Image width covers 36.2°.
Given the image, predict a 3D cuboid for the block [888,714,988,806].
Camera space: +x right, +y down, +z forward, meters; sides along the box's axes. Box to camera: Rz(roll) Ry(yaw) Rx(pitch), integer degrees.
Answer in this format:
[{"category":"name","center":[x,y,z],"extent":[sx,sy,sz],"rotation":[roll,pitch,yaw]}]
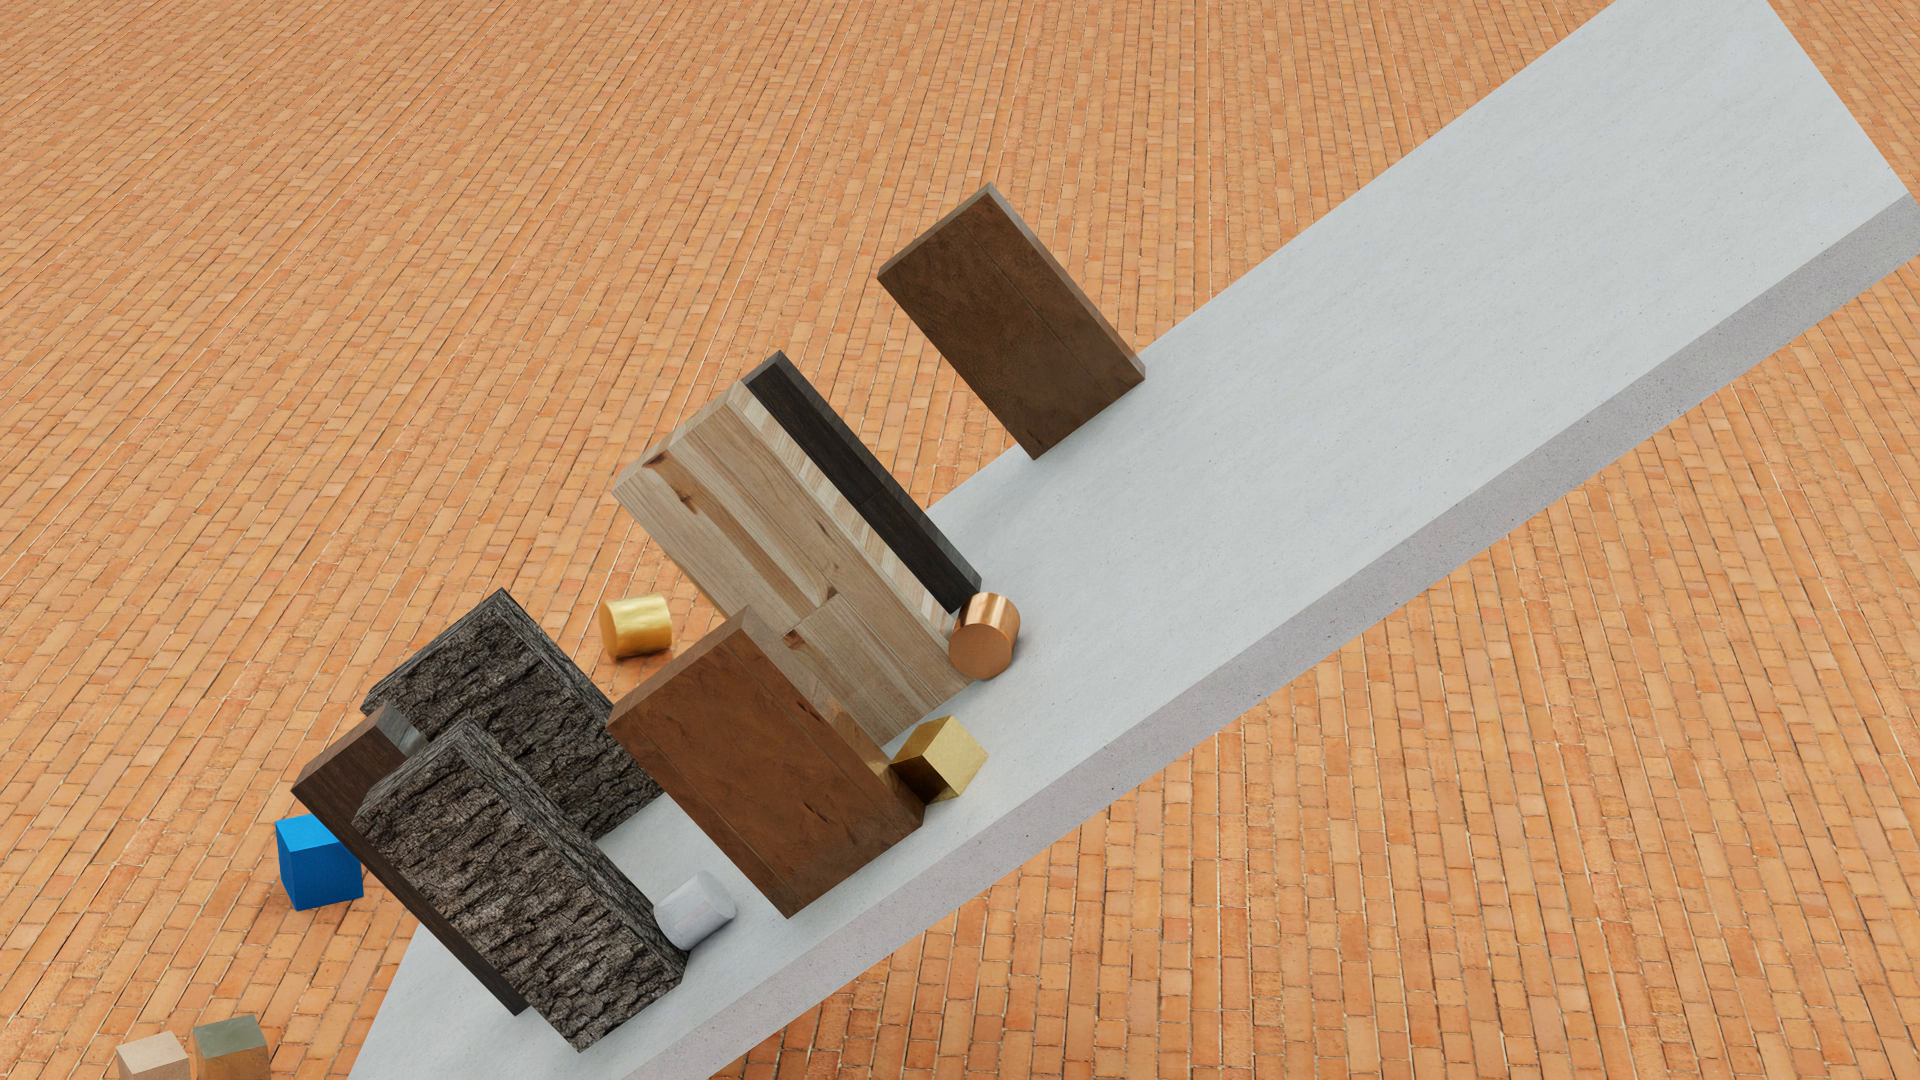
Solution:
[{"category":"block","center":[-0.041,0.426,5.683],"extent":[0.113,0.113,0.113],"rotation":[-21,25,51]}]

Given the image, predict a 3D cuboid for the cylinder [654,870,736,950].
[{"category":"cylinder","center":[-0.539,0.752,5.976],"extent":[0.118,0.118,0.118],"rotation":[-37,19,15]}]

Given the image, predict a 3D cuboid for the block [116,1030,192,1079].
[{"category":"block","center":[-1.909,1.271,6.977],"extent":[0.134,0.134,0.134],"rotation":[-14,27,-28]}]

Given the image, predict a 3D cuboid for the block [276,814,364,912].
[{"category":"block","center":[-1.712,0.853,7.863],"extent":[0.181,0.181,0.181],"rotation":[-11,26,-22]}]

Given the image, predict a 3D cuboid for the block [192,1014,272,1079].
[{"category":"block","center":[-1.735,1.246,7.018],"extent":[0.147,0.147,0.147],"rotation":[-11,26,-23]}]

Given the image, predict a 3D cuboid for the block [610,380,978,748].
[{"category":"block","center":[-0.330,0.071,6.079],"extent":[0.330,0.781,0.115],"rotation":[-36,16,18]}]

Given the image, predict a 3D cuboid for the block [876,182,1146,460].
[{"category":"block","center":[0.123,-0.512,6.939],"extent":[0.338,0.584,0.087],"rotation":[-36,16,18]}]

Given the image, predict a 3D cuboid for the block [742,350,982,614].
[{"category":"block","center":[-0.284,-0.068,6.508],"extent":[0.287,0.694,0.082],"rotation":[-36,16,18]}]

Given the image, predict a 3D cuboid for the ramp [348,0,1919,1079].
[{"category":"ramp","center":[0.119,0.186,6.344],"extent":[4.000,0.100,2.000],"rotation":[-36,16,18]}]

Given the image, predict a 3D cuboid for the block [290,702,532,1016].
[{"category":"block","center":[-1.097,0.694,6.359],"extent":[0.258,0.707,0.114],"rotation":[-36,16,18]}]

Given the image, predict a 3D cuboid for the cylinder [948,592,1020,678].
[{"category":"cylinder","center":[0.051,0.196,6.049],"extent":[0.131,0.131,0.131],"rotation":[4,28,8]}]

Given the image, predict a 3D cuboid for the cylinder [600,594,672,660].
[{"category":"cylinder","center":[-1.012,0.269,9.185],"extent":[0.178,0.178,0.178],"rotation":[-10,26,-22]}]

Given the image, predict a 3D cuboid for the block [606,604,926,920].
[{"category":"block","center":[-0.370,0.432,5.668],"extent":[0.347,0.531,0.104],"rotation":[-36,16,18]}]

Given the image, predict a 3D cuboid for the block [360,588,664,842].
[{"category":"block","center":[-1.056,0.475,7.028],"extent":[0.436,0.611,0.115],"rotation":[-36,16,18]}]

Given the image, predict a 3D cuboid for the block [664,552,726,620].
[{"category":"block","center":[-0.436,0.075,6.977],"extent":[0.312,0.428,0.113],"rotation":[-36,16,18]}]

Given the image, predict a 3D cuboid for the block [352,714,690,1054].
[{"category":"block","center":[-0.873,0.693,5.899],"extent":[0.279,0.670,0.144],"rotation":[-36,16,18]}]
